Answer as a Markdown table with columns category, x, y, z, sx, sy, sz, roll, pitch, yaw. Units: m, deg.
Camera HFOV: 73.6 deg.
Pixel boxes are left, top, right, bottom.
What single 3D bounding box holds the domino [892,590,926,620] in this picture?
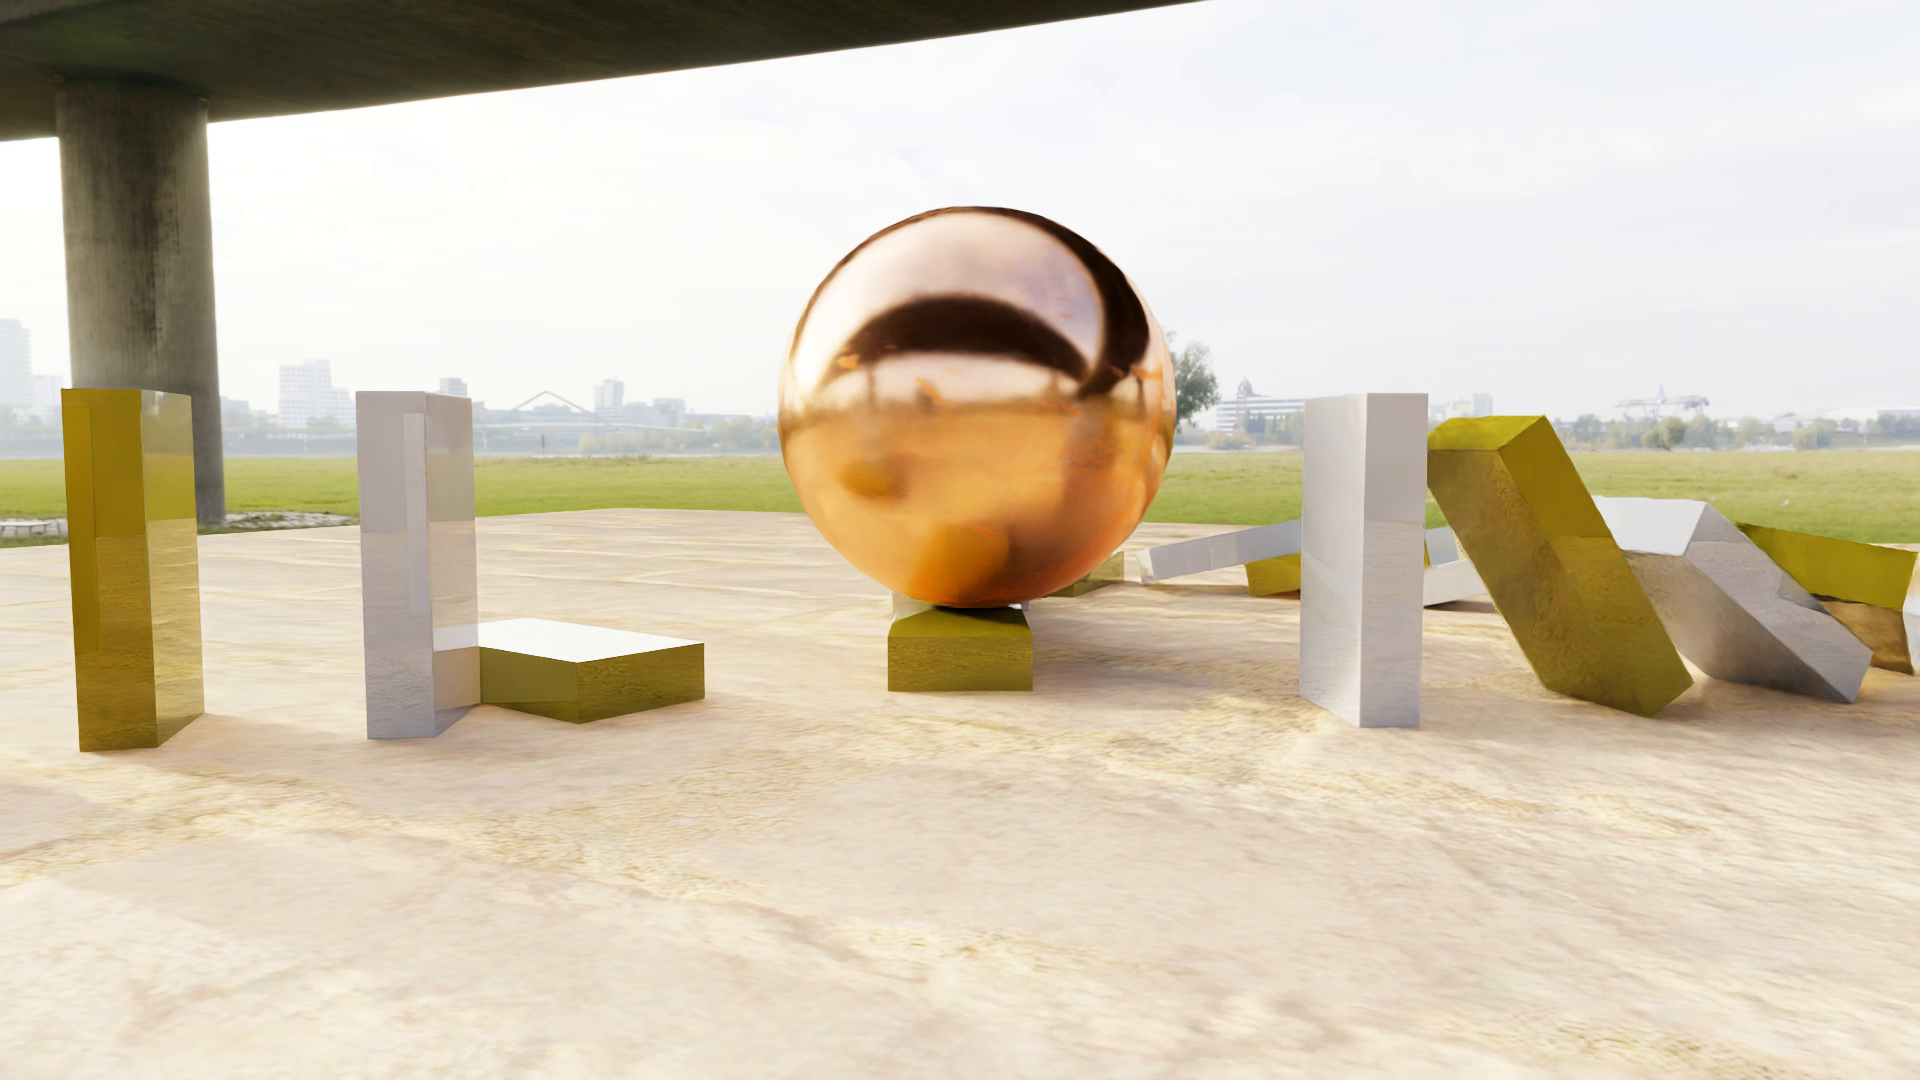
| category | x | y | z | sx | sy | sz | roll | pitch | yaw |
| --- | --- | --- | --- | --- | --- | --- | --- | --- | --- |
| domino | 0.000 | 0.003 | 0.300 | 0.025 | 0.010 | 0.050 | 3 | 26 | 4 |

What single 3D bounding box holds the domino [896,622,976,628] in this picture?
| category | x | y | z | sx | sy | sz | roll | pitch | yaw |
| --- | --- | --- | --- | --- | --- | --- | --- | --- | --- |
| domino | -0.003 | 0.006 | 0.318 | 0.025 | 0.010 | 0.050 | 0 | 23 | -3 |

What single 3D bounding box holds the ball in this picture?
| category | x | y | z | sx | sy | sz | roll | pitch | yaw |
| --- | --- | --- | --- | --- | --- | --- | --- | --- | --- |
| ball | 0.003 | -0.026 | 0.259 | 0.080 | 0.080 | 0.080 | 0 | 4 | 0 |

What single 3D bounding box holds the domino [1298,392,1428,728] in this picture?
| category | x | y | z | sx | sy | sz | roll | pitch | yaw |
| --- | --- | --- | --- | --- | --- | --- | --- | --- | --- |
| domino | 0.063 | 0.002 | 0.203 | 0.010 | 0.050 | 0.025 | 0 | 4 | -6 |

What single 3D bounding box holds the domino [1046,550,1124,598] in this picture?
| category | x | y | z | sx | sy | sz | roll | pitch | yaw |
| --- | --- | --- | --- | --- | --- | --- | --- | --- | --- |
| domino | 0.030 | 0.009 | 0.383 | 0.025 | 0.010 | 0.050 | 2 | 5 | 23 |

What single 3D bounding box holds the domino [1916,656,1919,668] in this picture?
| category | x | y | z | sx | sy | sz | roll | pitch | yaw |
| --- | --- | --- | --- | --- | --- | --- | --- | --- | --- |
| domino | 0.182 | 0.018 | 0.264 | 0.025 | 0.010 | 0.050 | -3 | 5 | -38 |

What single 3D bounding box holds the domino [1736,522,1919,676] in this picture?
| category | x | y | z | sx | sy | sz | roll | pitch | yaw |
| --- | --- | --- | --- | --- | --- | --- | --- | --- | --- |
| domino | 0.153 | 0.011 | 0.225 | 0.025 | 0.010 | 0.050 | 15 | -7 | 41 |

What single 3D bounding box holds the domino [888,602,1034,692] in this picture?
| category | x | y | z | sx | sy | sz | roll | pitch | yaw |
| --- | --- | --- | --- | --- | --- | --- | --- | --- | --- |
| domino | 0.000 | 0.019 | 0.245 | 0.025 | 0.009 | 0.050 | 0 | 4 | 0 |

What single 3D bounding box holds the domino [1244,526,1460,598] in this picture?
| category | x | y | z | sx | sy | sz | roll | pitch | yaw |
| --- | --- | --- | --- | --- | --- | --- | --- | --- | --- |
| domino | 0.107 | 0.006 | 0.352 | 0.050 | 0.010 | 0.025 | -13 | -4 | 37 |

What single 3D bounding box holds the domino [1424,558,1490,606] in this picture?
| category | x | y | z | sx | sy | sz | roll | pitch | yaw |
| --- | --- | --- | --- | --- | --- | --- | --- | --- | --- |
| domino | 0.142 | 0.007 | 0.325 | 0.050 | 0.009 | 0.025 | -17 | -8 | 41 |

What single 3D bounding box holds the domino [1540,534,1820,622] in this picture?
| category | x | y | z | sx | sy | sz | roll | pitch | yaw |
| --- | --- | --- | --- | --- | --- | --- | --- | --- | --- |
| domino | 0.164 | 0.009 | 0.295 | 0.025 | 0.010 | 0.050 | -3 | -10 | -39 |

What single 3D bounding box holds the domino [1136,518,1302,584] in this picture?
| category | x | y | z | sx | sy | sz | roll | pitch | yaw |
| --- | --- | --- | --- | --- | --- | --- | --- | --- | --- |
| domino | 0.079 | 0.003 | 0.377 | 0.050 | 0.010 | 0.025 | -11 | -4 | -1 |

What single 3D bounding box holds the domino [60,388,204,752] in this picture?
| category | x | y | z | sx | sy | sz | roll | pitch | yaw |
| --- | --- | --- | --- | --- | --- | --- | --- | --- | --- |
| domino | -0.121 | 0.003 | 0.189 | 0.010 | 0.050 | 0.025 | -1 | 4 | -17 |

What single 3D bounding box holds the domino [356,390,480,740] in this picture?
| category | x | y | z | sx | sy | sz | roll | pitch | yaw |
| --- | --- | --- | --- | --- | --- | --- | --- | --- | --- |
| domino | -0.082 | 0.003 | 0.196 | 0.009 | 0.050 | 0.025 | 0 | 4 | -6 |

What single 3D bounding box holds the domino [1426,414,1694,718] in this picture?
| category | x | y | z | sx | sy | sz | roll | pitch | yaw |
| --- | --- | --- | --- | --- | --- | --- | --- | --- | --- |
| domino | 0.095 | 0.004 | 0.207 | 0.010 | 0.050 | 0.025 | -35 | 10 | -7 |

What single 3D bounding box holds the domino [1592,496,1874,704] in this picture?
| category | x | y | z | sx | sy | sz | roll | pitch | yaw |
| --- | --- | --- | --- | --- | --- | --- | --- | --- | --- |
| domino | 0.124 | 0.010 | 0.213 | 0.050 | 0.010 | 0.025 | 32 | -9 | -23 |

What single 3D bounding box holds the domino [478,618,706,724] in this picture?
| category | x | y | z | sx | sy | sz | roll | pitch | yaw |
| --- | --- | --- | --- | --- | --- | --- | --- | --- | --- |
| domino | -0.070 | 0.021 | 0.220 | 0.050 | 0.010 | 0.025 | 3 | 5 | 37 |

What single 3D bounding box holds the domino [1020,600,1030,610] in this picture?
| category | x | y | z | sx | sy | sz | roll | pitch | yaw |
| --- | --- | --- | --- | --- | --- | --- | --- | --- | --- |
| domino | 0.007 | 0.005 | 0.350 | 0.025 | 0.009 | 0.050 | 0 | 20 | 6 |
